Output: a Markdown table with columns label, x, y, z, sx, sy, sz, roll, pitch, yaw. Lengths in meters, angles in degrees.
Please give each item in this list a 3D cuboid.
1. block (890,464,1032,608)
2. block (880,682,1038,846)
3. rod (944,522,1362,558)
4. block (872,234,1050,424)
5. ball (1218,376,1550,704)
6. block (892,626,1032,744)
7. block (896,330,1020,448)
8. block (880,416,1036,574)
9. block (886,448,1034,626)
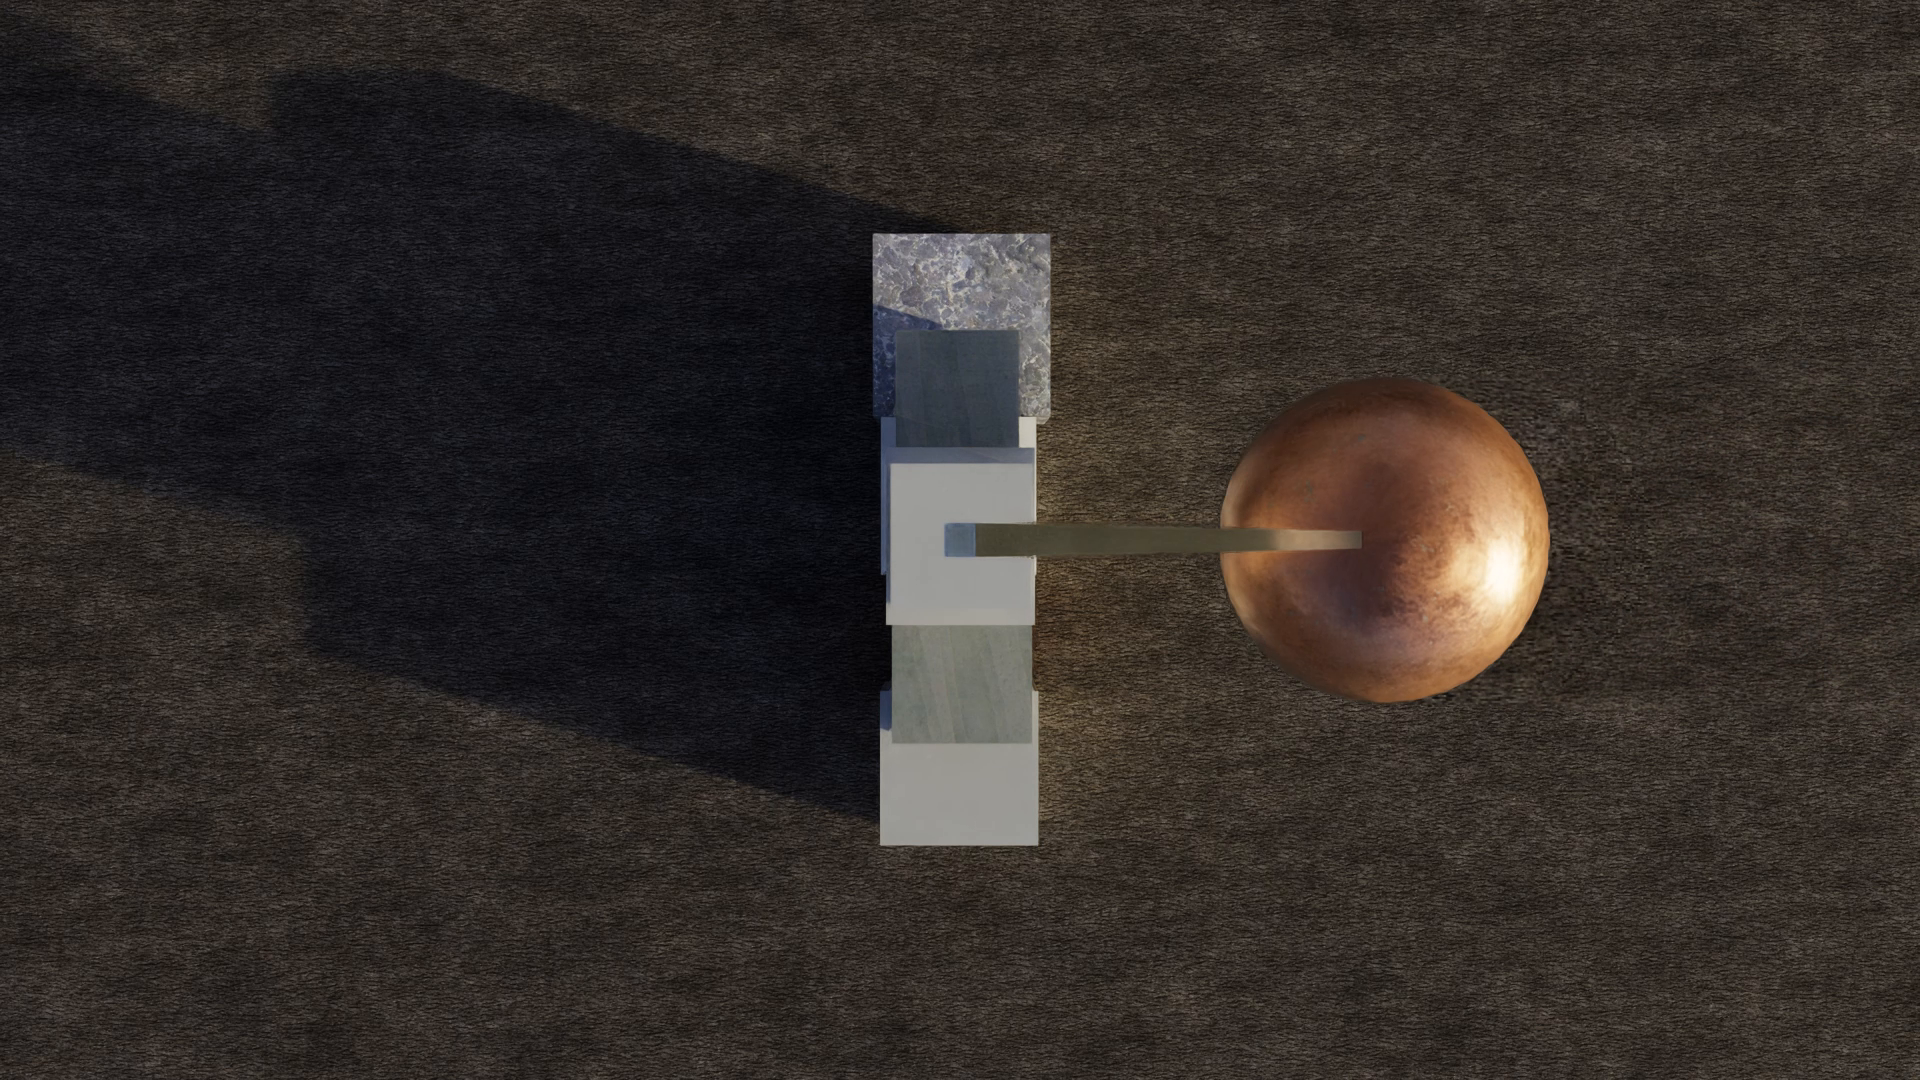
| label | x | y | z | sx | sy | sz | roll | pitch | yaw |
| --- | --- | --- | --- | --- | --- | --- | --- | --- | --- |
| block | 0.004 | -0.017 | 10.266 | 0.638 | 0.585 | 0.656 | 0 | 90 | 0 |
| block | -0.004 | 1.265 | 12.590 | 0.876 | 0.820 | 0.854 | 0 | 90 | 0 |
| rod | 0.899 | 0.000 | 7.617 | 0.080 | 5.200 | 0.080 | 0 | 90 | 20 |
| block | 0.009 | -1.188 | 12.572 | 0.981 | 0.856 | 1.007 | 0 | 90 | 0 |
| ball | 2.074 | 0.000 | 10.807 | 1.600 | 1.600 | 1.600 | 0 | 90 | 0 |
| block | 0.011 | 0.709 | 11.765 | 0.724 | 0.835 | 0.702 | 0 | 89 | 0 |
| block | -0.013 | -0.738 | 11.704 | 0.636 | 0.672 | 0.679 | 0 | 89 | 0 |
| block | -0.008 | -0.242 | 12.519 | 0.850 | 0.962 | 0.866 | 0 | 90 | 0 |
| block | 0.002 | -0.015 | 10.958 | 0.714 | 0.799 | 0.852 | 0 | 90 | 0 |
